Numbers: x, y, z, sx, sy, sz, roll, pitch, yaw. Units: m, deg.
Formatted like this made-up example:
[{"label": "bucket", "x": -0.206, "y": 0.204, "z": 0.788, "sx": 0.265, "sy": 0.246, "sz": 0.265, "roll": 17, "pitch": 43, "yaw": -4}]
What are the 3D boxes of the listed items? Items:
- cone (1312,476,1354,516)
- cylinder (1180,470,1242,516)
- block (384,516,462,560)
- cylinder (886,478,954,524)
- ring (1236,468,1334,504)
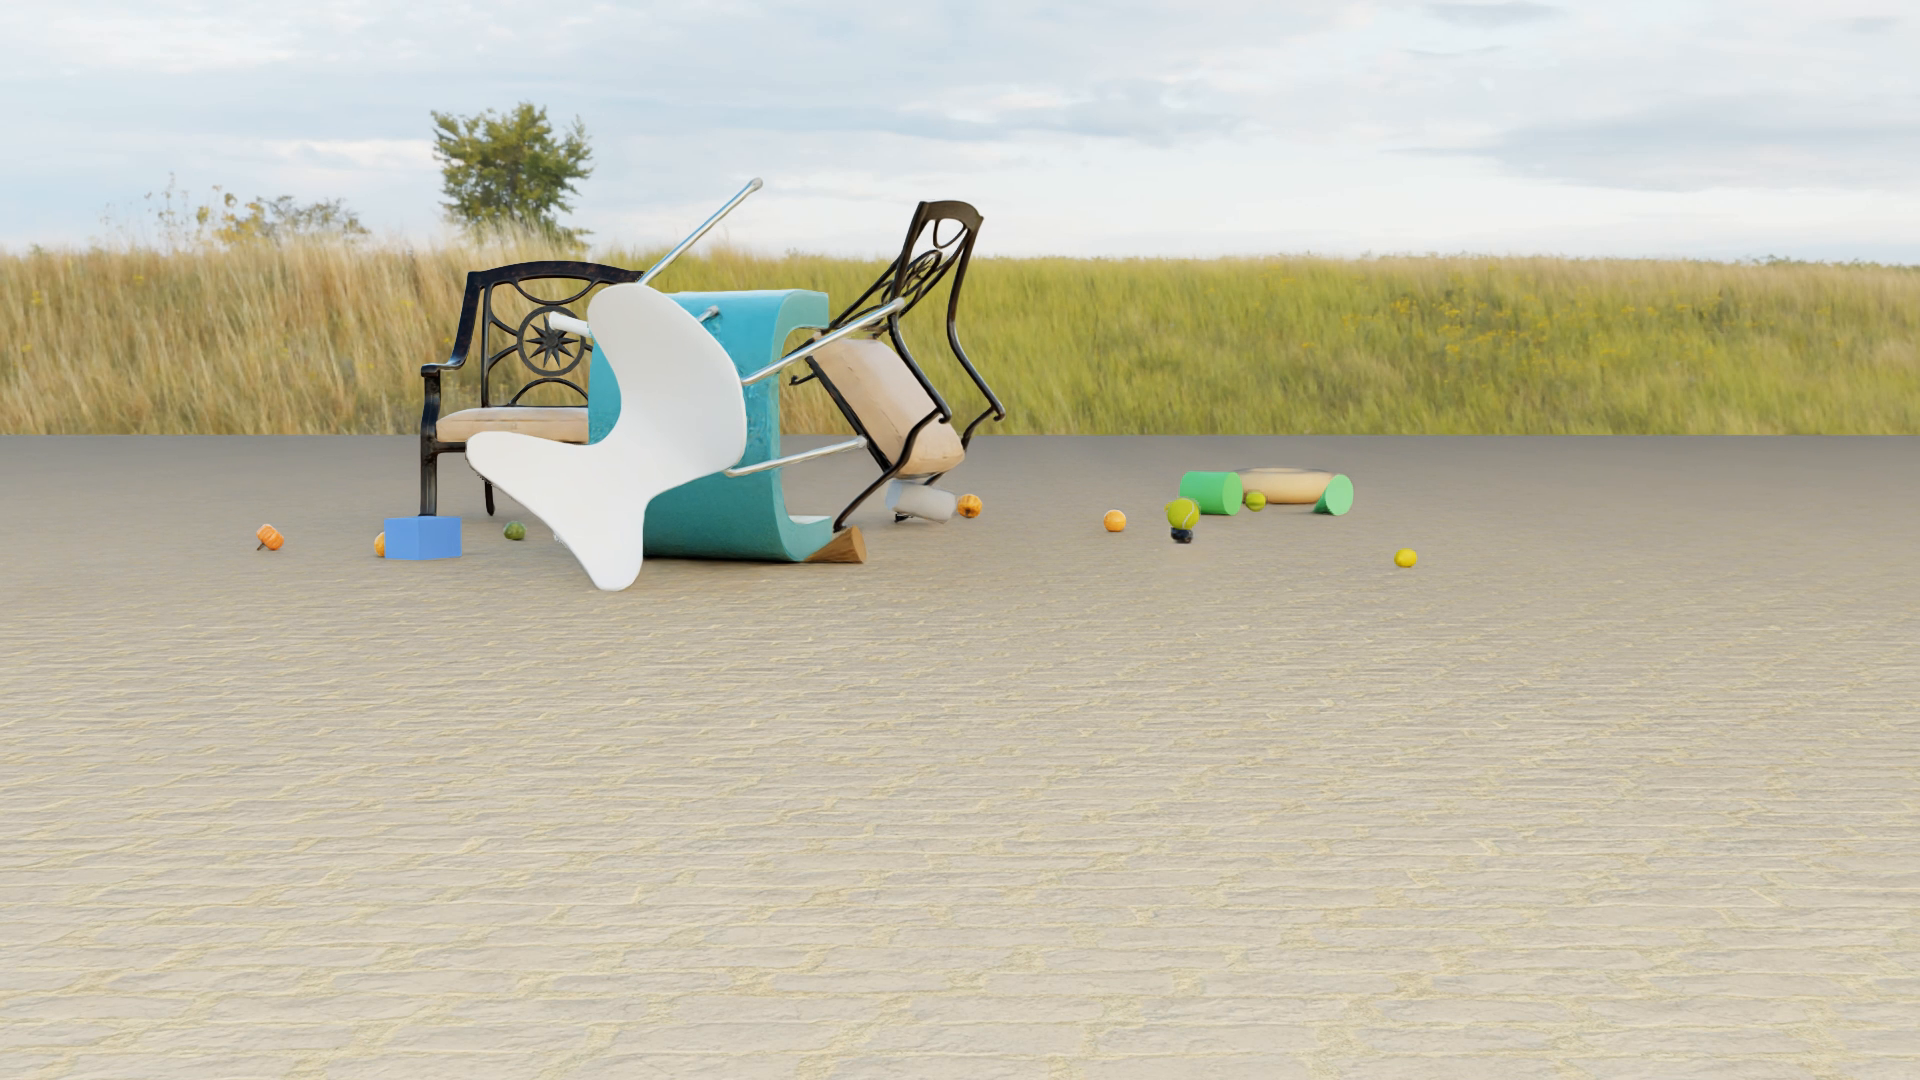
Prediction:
[{"label": "cone", "x": 1.323, "y": -0.132, "z": 7.953, "sx": 0.106, "sy": 0.151, "sz": 0.241, "roll": 18, "pitch": -17, "yaw": -11}, {"label": "cylinder", "x": 0.899, "y": -0.168, "z": 7.868, "sx": 0.175, "sy": 0.155, "sz": 0.150, "roll": 3, "pitch": -3, "yaw": 36}, {"label": "block", "x": -1.433, "y": -0.006, "z": 5.870, "sx": 0.123, "sy": 0.105, "sz": 0.157, "roll": 2, "pitch": 5, "yaw": 31}, {"label": "cylinder", "x": -0.131, "y": -0.129, "z": 7.283, "sx": 0.219, "sy": 0.109, "sz": 0.085, "roll": 14, "pitch": 8, "yaw": -36}, {"label": "ring", "x": 1.274, "y": -0.216, "z": 8.761, "sx": 0.443, "sy": 0.129, "sz": 0.514, "roll": 4, "pitch": 6, "yaw": 33}]
